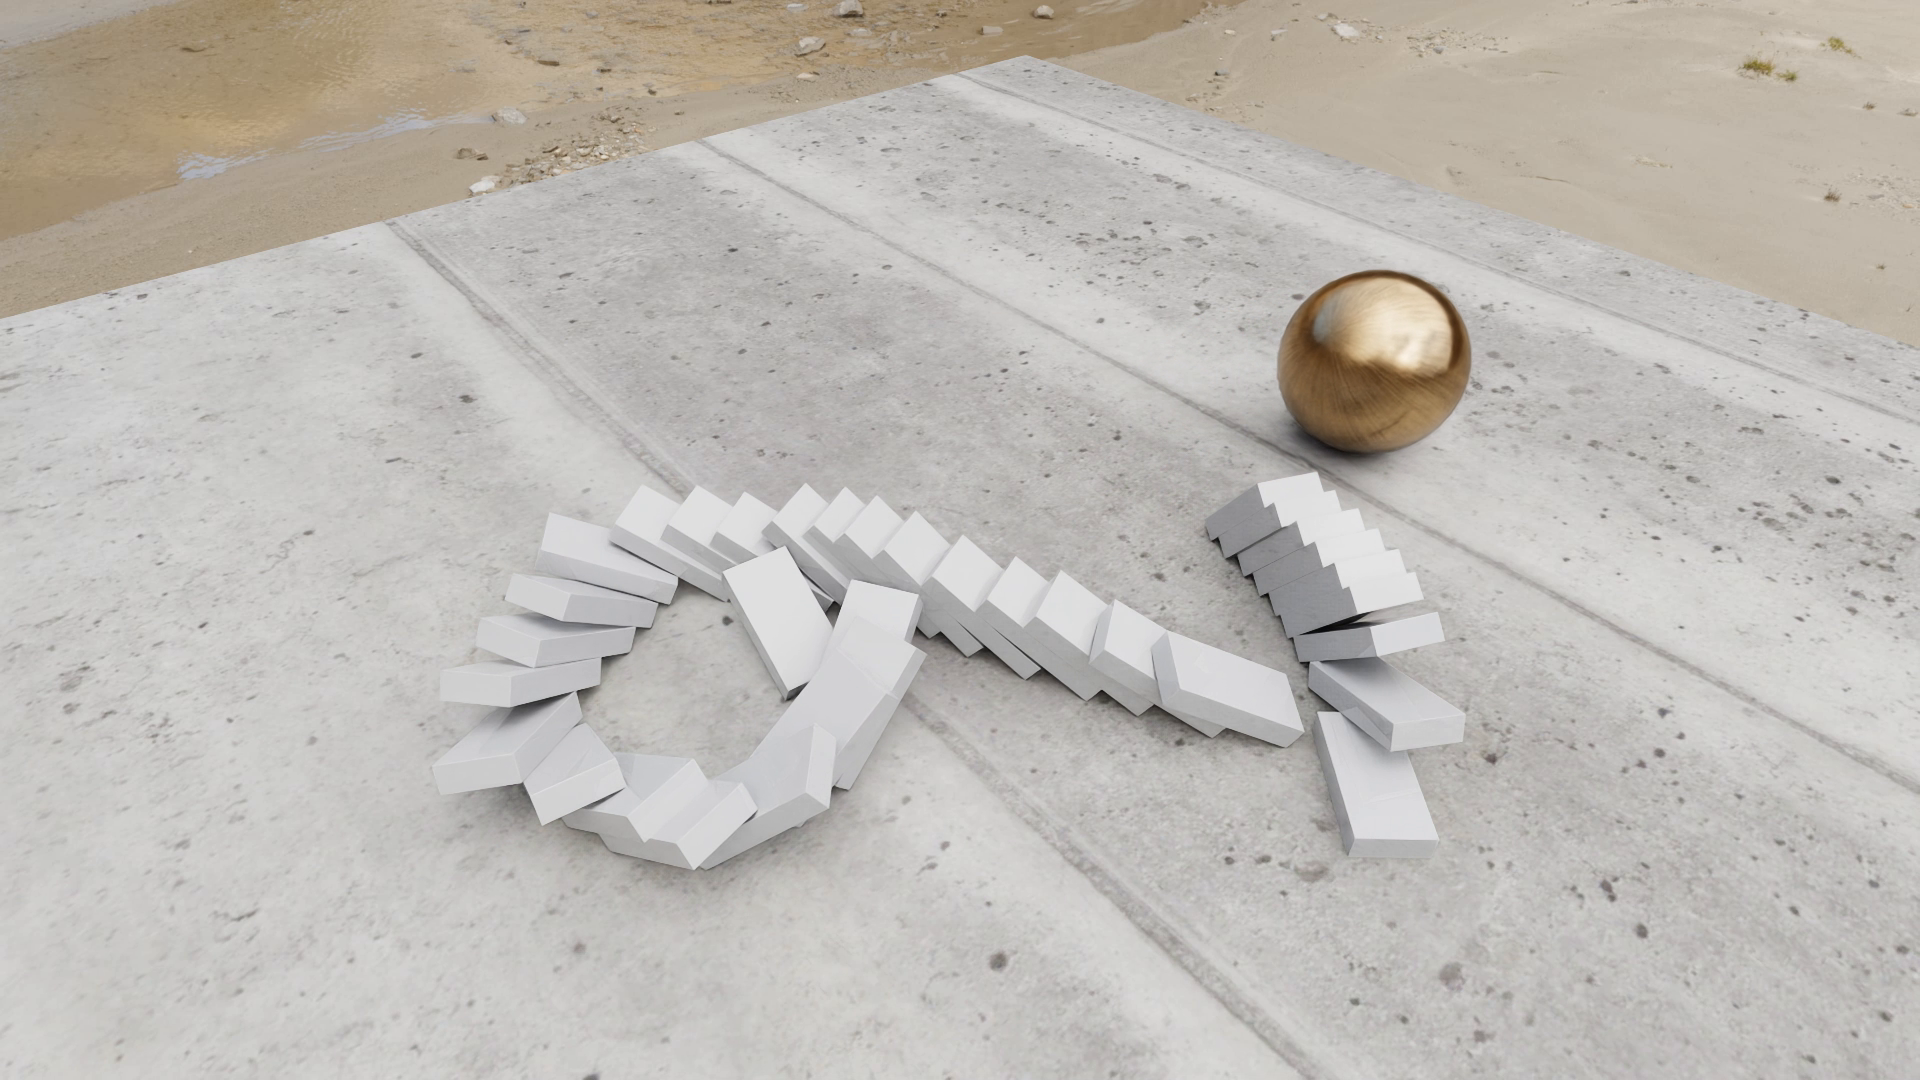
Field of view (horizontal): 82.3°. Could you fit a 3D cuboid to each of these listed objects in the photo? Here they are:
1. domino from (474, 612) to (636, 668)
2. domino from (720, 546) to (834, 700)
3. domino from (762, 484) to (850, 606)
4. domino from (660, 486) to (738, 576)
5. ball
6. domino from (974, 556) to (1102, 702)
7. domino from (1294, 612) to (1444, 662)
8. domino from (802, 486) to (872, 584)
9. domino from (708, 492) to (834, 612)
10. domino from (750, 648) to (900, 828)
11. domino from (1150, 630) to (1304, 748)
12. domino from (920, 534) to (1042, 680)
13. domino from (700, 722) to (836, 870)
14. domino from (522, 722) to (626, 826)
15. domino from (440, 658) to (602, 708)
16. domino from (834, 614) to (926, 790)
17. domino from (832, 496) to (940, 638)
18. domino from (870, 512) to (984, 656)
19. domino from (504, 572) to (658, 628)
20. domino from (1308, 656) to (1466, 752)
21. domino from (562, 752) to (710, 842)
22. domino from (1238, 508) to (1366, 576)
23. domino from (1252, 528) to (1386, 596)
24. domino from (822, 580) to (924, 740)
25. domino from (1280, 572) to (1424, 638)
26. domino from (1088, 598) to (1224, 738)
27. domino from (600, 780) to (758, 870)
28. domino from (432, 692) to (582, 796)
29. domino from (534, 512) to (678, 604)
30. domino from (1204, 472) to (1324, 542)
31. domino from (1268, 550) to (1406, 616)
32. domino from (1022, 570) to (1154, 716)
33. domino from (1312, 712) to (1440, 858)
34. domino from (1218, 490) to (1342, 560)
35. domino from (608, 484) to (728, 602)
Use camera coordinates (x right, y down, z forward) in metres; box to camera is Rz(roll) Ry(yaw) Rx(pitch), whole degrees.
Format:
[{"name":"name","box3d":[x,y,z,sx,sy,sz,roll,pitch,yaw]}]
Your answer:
[{"name":"domino","box3d":[-0.139,0.033,0.381,0.025,0.010,0.050,16,6,19]},{"name":"domino","box3d":[-0.062,0.029,0.392,0.025,0.009,0.050,-24,71,-26]},{"name":"domino","box3d":[-0.048,0.005,0.414,0.050,0.010,0.025,44,43,-10]},{"name":"domino","box3d":[-0.086,0.002,0.422,0.050,0.009,0.025,32,41,-8]},{"name":"ball","box3d":[0.180,-0.077,0.482,0.080,0.080,0.080,0,39,0]},{"name":"domino","box3d":[0.032,0.031,0.387,0.050,0.010,0.025,38,46,-2]},{"name":"domino","box3d":[0.138,0.034,0.376,0.025,0.050,0.009,-11,84,-13]},{"name":"domino","box3d":[-0.033,0.006,0.413,0.050,0.010,0.025,43,43,-10]},{"name":"domino","box3d":[-0.067,0.005,0.419,0.050,0.009,0.025,32,41,-8]},{"name":"domino","box3d":[-0.044,0.062,0.346,0.025,0.009,0.050,37,87,33]},{"name":"domino","box3d":[0.088,0.050,0.365,0.050,0.010,0.025,21,38,-19]},{"name":"domino","box3d":[0.012,0.024,0.394,0.050,0.010,0.025,41,45,-4]},{"name":"domino","box3d":[-0.059,0.076,0.327,0.050,0.009,0.025,-31,34,24]},{"name":"domino","box3d":[-0.121,0.071,0.338,0.025,0.009,0.050,-23,14,-25]},{"name":"domino","box3d":[-0.144,0.046,0.363,0.025,0.009,0.050,3,1,14]},{"name":"domino","box3d":[-0.035,0.052,0.357,0.025,0.009,0.050,27,83,27]},{"name":"domino","box3d":[-0.021,0.010,0.406,0.050,0.010,0.025,45,43,-9]},{"name":"domino","box3d":[-0.007,0.016,0.400,0.050,0.009,0.025,45,44,-8]},{"name":"domino","box3d":[-0.133,0.022,0.391,0.025,0.010,0.050,16,-1,20]},{"name":"domino","box3d":[0.139,0.053,0.363,0.025,0.009,0.050,-5,17,-11]},{"name":"domino","box3d":[-0.100,0.076,0.330,0.050,0.009,0.025,-8,25,46]},{"name":"domino","box3d":[0.127,0.002,0.413,0.025,0.050,0.009,-11,78,-13]},{"name":"domino","box3d":[0.131,0.009,0.404,0.025,0.050,0.010,-11,78,-13]},{"name":"domino","box3d":[-0.032,0.040,0.377,0.025,0.009,0.050,12,69,14]},{"name":"domino","box3d":[0.136,0.024,0.386,0.025,0.050,0.010,-11,78,-13]},{"name":"domino","box3d":[0.069,0.043,0.372,0.050,0.010,0.025,31,41,-8]},{"name":"domino","box3d":[-0.084,0.082,0.324,0.050,0.009,0.025,-8,25,46]},{"name":"domino","box3d":[-0.141,0.063,0.347,0.025,0.009,0.050,-9,13,4]},{"name":"domino","box3d":[-0.133,0.007,0.416,0.050,0.009,0.025,17,28,-22]},{"name":"domino","box3d":[0.118,-0.013,0.430,0.025,0.050,0.010,-11,78,-13]},{"name":"domino","box3d":[0.135,0.016,0.396,0.025,0.050,0.009,-11,78,-13]},{"name":"domino","box3d":[0.048,0.035,0.381,0.050,0.010,0.025,37,46,-3]},{"name":"domino","box3d":[0.131,0.077,0.350,0.025,0.009,0.050,1,39,1]},{"name":"domino","box3d":[0.122,-0.005,0.421,0.025,0.050,0.009,-11,78,-13]},{"name":"domino","box3d":[-0.106,0.001,0.424,0.050,0.009,0.025,30,39,-11]}]
